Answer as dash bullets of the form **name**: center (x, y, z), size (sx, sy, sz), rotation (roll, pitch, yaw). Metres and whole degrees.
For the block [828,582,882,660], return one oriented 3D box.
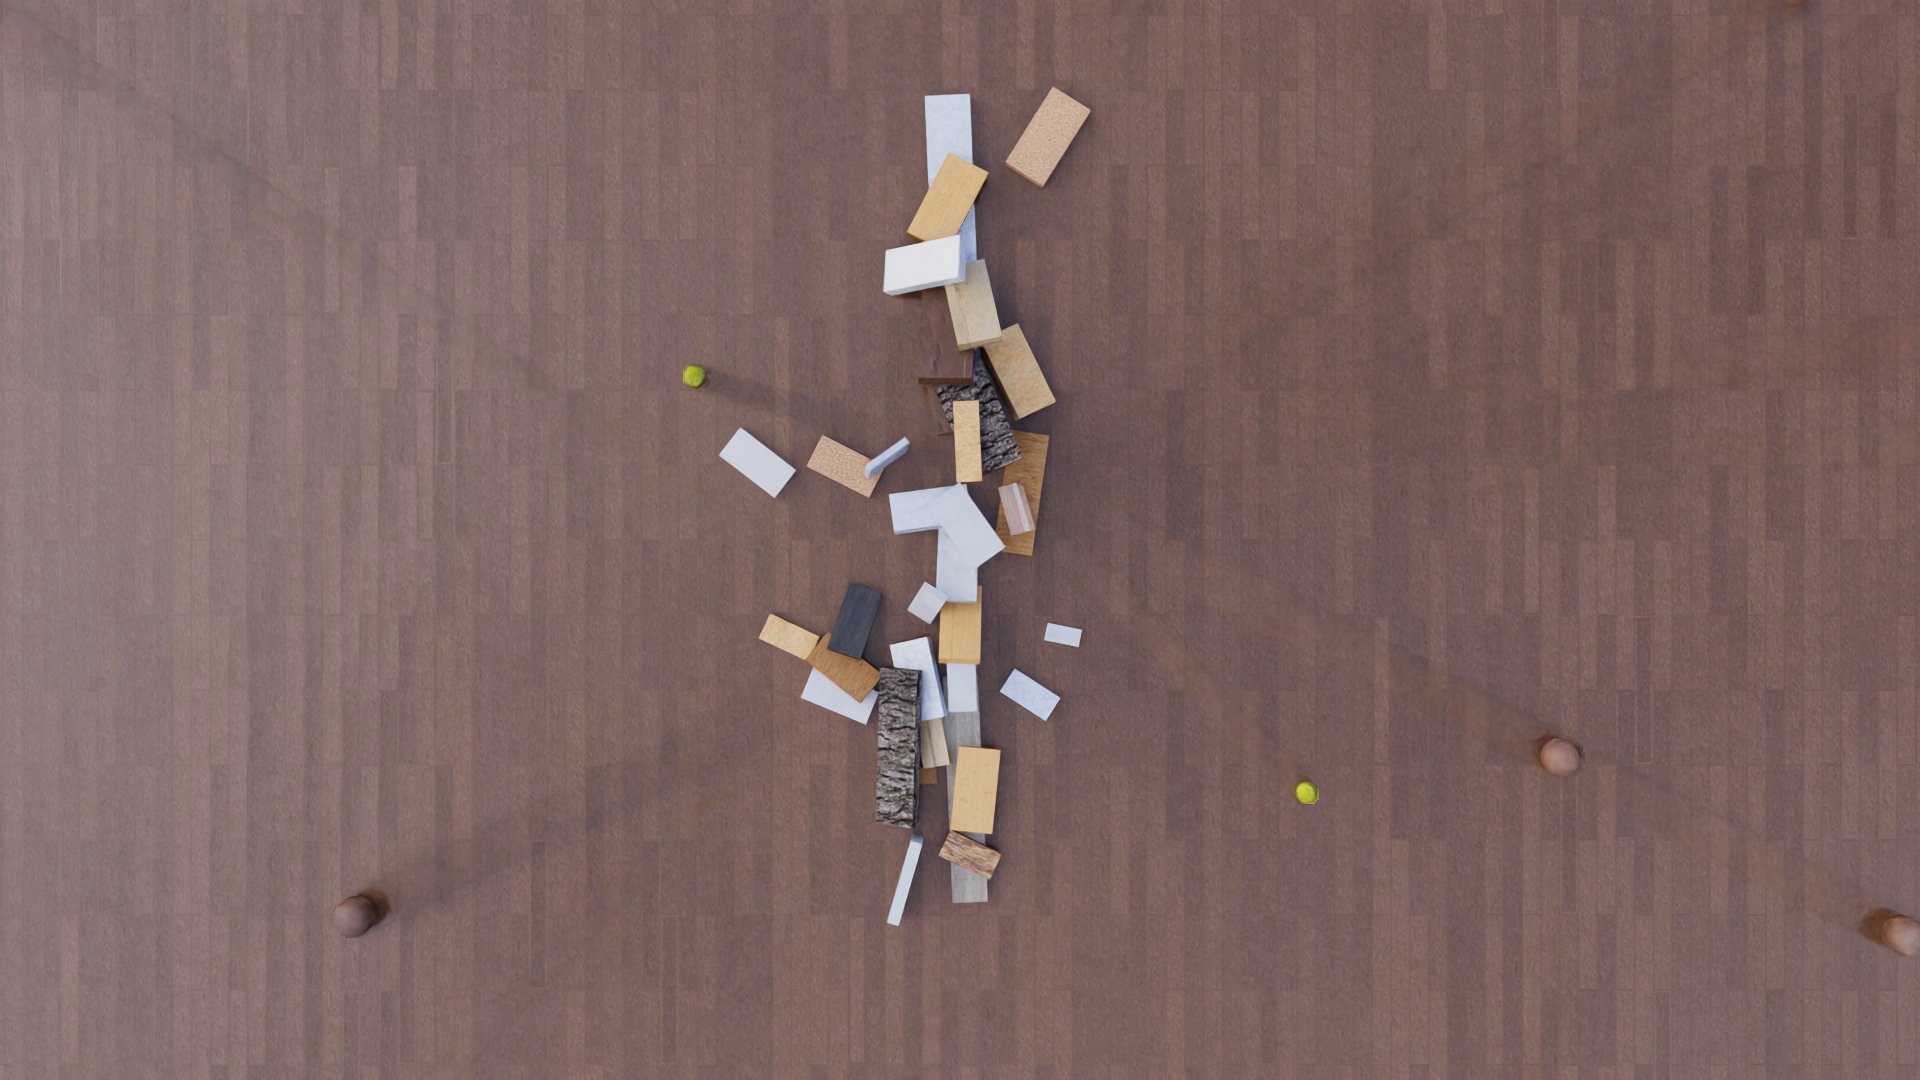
- **block**: center (-0.348, 0.269, 5.459), size (0.116, 0.033, 0.232), rotation (18, 78, 0)

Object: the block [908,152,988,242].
- **block**: center (-0.040, -1.109, 5.437), size (0.148, 0.042, 0.296), rotation (27, 90, 0)

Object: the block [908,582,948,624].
- **block**: center (-0.107, 0.208, 5.416), size (0.090, 0.181, 0.026), rotation (33, 59, 0)

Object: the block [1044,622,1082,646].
- **block**: center (0.343, 0.316, 5.492), size (0.116, 0.016, 0.058), rotation (12, 90, 0)

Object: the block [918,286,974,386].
- **block**: center (-0.040, -0.675, 5.369), size (0.176, 0.050, 0.352), rotation (1, 70, 4)

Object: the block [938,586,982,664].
- **block**: center (0.002, 0.276, 5.420), size (0.134, 0.038, 0.267), rotation (2, 62, 0)

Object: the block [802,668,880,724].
- **block**: center (-0.398, 0.513, 5.483), size (0.233, 0.033, 0.117), rotation (23, 90, 0)

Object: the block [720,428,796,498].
- **block**: center (-0.672, -0.257, 5.484), size (0.232, 0.033, 0.116), rotation (38, 90, 0)

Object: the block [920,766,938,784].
- **block**: center (-0.136, 0.784, 5.492), size (0.116, 0.016, 0.058), rotation (-5, 90, 0)

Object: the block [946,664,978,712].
- **block**: center (0.006, 0.474, 5.425), size (0.094, 0.027, 0.187), rotation (-2, 108, -1)

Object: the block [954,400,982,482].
- **block**: center (0.025, -0.320, 5.347), size (0.082, 0.023, 0.261), rotation (-3, 90, 0)

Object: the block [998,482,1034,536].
- **block**: center (0.186, -0.104, 5.452), size (0.082, 0.023, 0.165), rotation (-15, 90, 0)

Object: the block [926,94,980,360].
- **block**: center (-0.020, -0.959, 5.479), size (0.148, 0.042, 1.029), rotation (-2, 90, 0)

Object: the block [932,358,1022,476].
- **block**: center (0.055, -0.395, 5.383), size (0.176, 0.050, 0.352), rotation (-23, 90, 0)

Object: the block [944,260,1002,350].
- **block**: center (0.037, -0.763, 5.348), size (0.145, 0.041, 0.290), rotation (-12, 69, -1)

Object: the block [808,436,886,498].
- **block**: center (-0.379, -0.244, 5.484), size (0.232, 0.033, 0.116), rotation (27, 90, 0)

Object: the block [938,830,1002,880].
- **block**: center (0.033, 1.039, 5.454), size (0.187, 0.027, 0.094), rotation (26, 90, 0)

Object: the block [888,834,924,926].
- **block**: center (-0.180, 1.116, 5.431), size (0.039, 0.138, 0.276), rotation (16, 90, 0)

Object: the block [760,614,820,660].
- **block**: center (-0.567, 0.323, 5.487), size (0.181, 0.026, 0.090), rotation (25, 90, 0)

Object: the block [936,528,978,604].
- **block**: center (-0.008, 0.072, 5.449), size (0.134, 0.038, 0.267), rotation (2, 76, 0)

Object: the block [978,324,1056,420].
- **block**: center (0.187, -0.555, 5.458), size (0.145, 0.041, 0.290), rotation (-26, 90, -18)

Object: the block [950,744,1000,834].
- **block**: center (0.051, 0.823, 5.447), size (0.138, 0.039, 0.276), rotation (6, 90, 0)

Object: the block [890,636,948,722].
- **block**: center (-0.137, 0.463, 5.448), size (0.134, 0.038, 0.267), rotation (-14, 86, 18)

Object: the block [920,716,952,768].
- **block**: center (-0.091, 0.657, 5.465), size (0.094, 0.027, 0.187), rotation (-13, 85, 18)

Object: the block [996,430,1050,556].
- **block**: center (0.203, -0.157, 5.482), size (0.130, 0.037, 0.402), rotation (8, 90, 0)

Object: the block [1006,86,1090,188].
- **block**: center (0.291, -1.337, 5.479), size (0.148, 0.042, 0.296), rotation (32, 90, 0)

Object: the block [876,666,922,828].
- **block**: center (-0.201, 0.683, 5.435), size (0.138, 0.039, 0.520), rotation (4, 94, 27)

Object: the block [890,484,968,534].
- **block**: center (-0.097, -0.102, 5.456), size (0.259, 0.037, 0.130), rotation (-8, 72, -3)

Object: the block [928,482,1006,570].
- **block**: center (0.020, -0.045, 5.406), size (0.130, 0.037, 0.259), rotation (-35, 91, -3)

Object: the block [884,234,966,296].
- **block**: center (-0.115, -0.897, 5.391), size (0.290, 0.041, 0.145), rotation (-6, 75, 32)

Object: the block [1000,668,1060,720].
- **block**: center (0.233, 0.514, 5.487), size (0.181, 0.026, 0.090), rotation (33, 90, 0)

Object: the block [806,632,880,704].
- **block**: center (-0.383, 0.423, 5.457), size (0.233, 0.033, 0.117), rotation (38, 70, 4)

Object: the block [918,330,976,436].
- **block**: center (-0.024, -0.532, 5.433), size (0.176, 0.050, 0.352), rotation (-10, 90, 0)

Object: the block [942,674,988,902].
- **block**: center (0.017, 0.825, 5.483), size (0.117, 0.033, 0.752), rotation (-3, 90, 0)

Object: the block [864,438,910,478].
- **block**: center (-0.242, -0.269, 5.433), size (0.165, 0.082, 0.023), rotation (-37, 80, -19)
